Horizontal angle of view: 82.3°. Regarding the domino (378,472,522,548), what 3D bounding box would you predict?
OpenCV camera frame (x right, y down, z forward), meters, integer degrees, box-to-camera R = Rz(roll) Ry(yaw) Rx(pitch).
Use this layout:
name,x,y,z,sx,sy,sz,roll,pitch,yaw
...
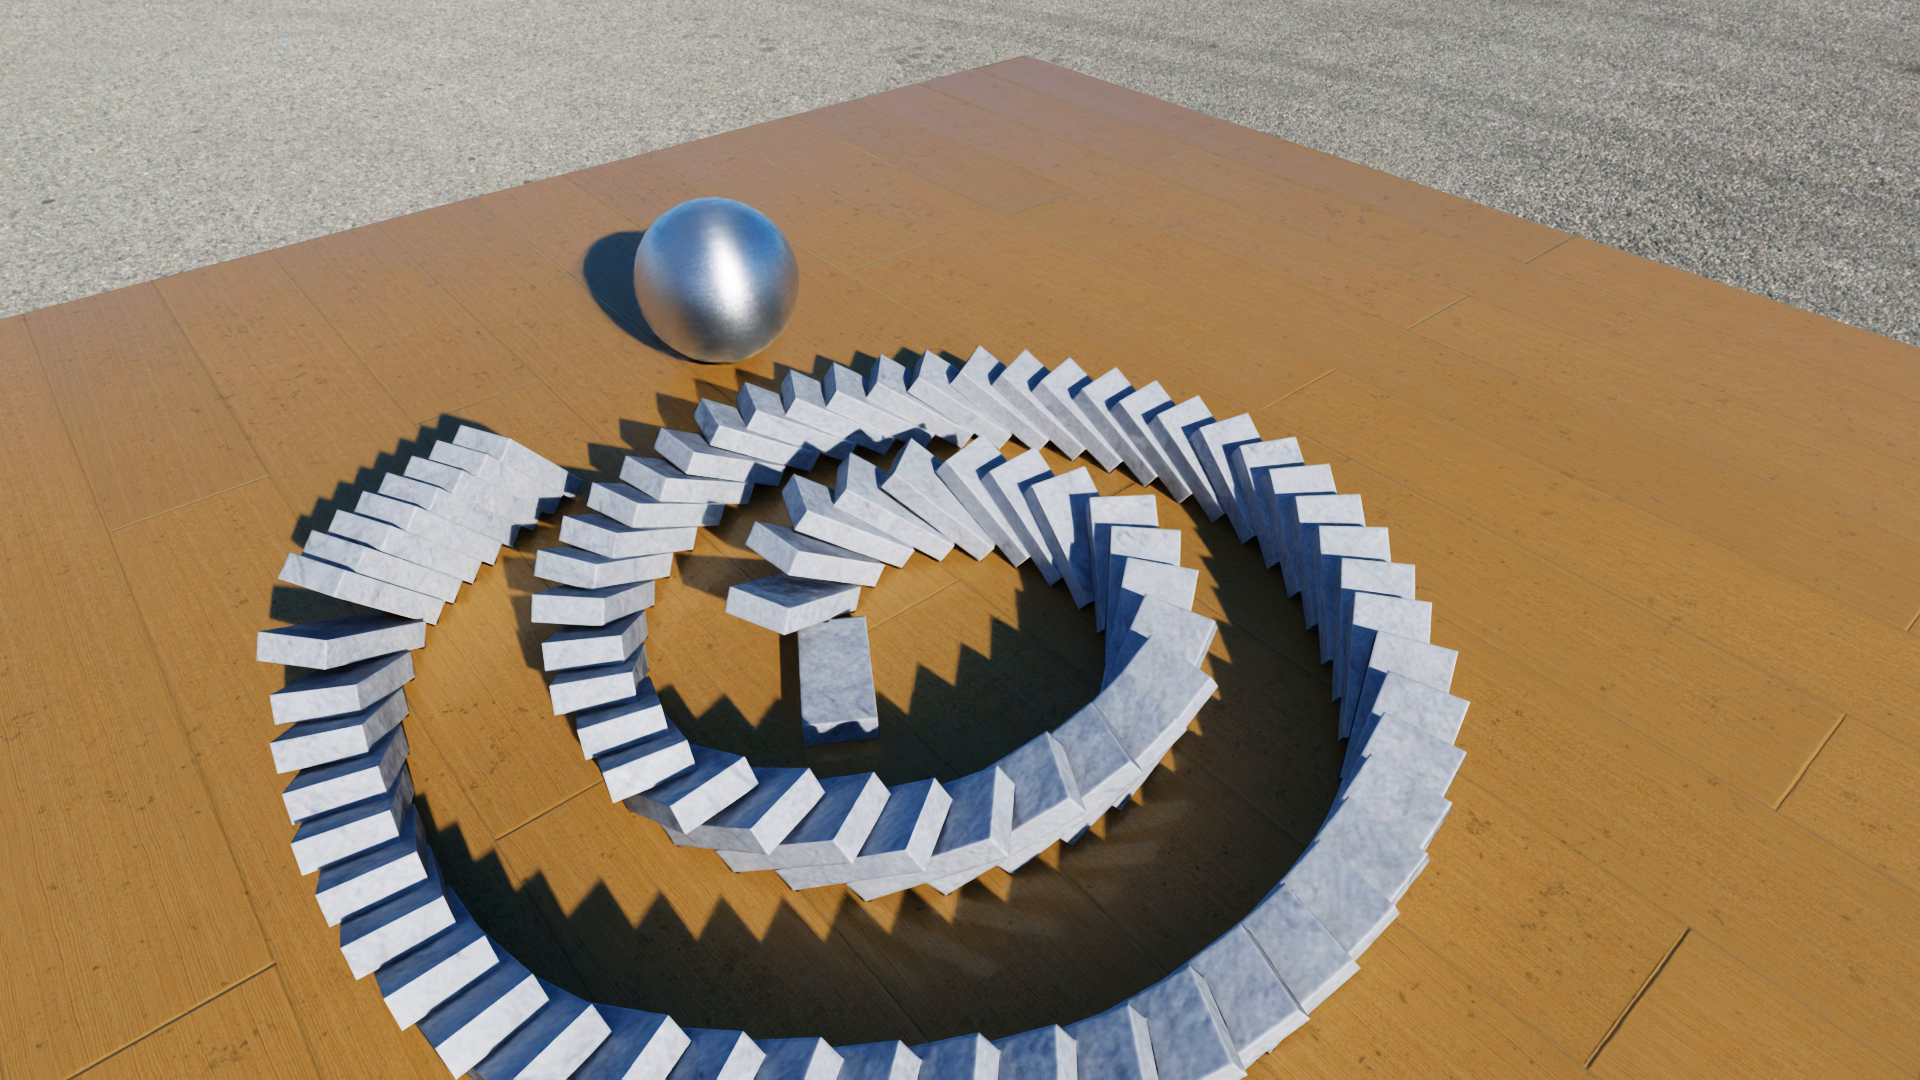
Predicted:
name,x,y,z,sx,sy,sz,roll,pitch,yaw
domino,-0.198,-0.011,0.428,0.025,0.050,0.010,15,78,17

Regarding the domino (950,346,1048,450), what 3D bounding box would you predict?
name,x,y,z,sx,sy,sz,roll,pitch,yaw
domino,0.022,-0.064,0.502,0.050,0.010,0.025,38,43,-7

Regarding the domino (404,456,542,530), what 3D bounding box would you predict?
name,x,y,z,sx,sy,sz,roll,pitch,yaw
domino,-0.192,-0.018,0.437,0.025,0.050,0.009,15,79,18

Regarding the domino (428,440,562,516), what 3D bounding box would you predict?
name,x,y,z,sx,sy,sz,roll,pitch,yaw
domino,-0.187,-0.025,0.445,0.025,0.050,0.010,15,79,18

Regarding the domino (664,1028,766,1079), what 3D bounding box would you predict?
name,x,y,z,sx,sy,sz,roll,pitch,yaw
domino,-0.073,0.131,0.264,0.050,0.009,0.025,-15,29,35

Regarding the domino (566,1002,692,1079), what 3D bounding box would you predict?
name,x,y,z,sx,sy,sz,roll,pitch,yaw
domino,-0.091,0.127,0.268,0.050,0.009,0.025,-13,27,39

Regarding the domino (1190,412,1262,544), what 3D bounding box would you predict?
name,x,y,z,sx,sy,sz,roll,pitch,yaw
domino,0.118,-0.026,0.454,0.025,0.010,0.050,-18,76,-21

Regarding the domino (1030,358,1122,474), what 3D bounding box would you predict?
name,x,y,z,sx,sy,sz,roll,pitch,yaw
domino,0.058,-0.056,0.492,0.050,0.010,0.025,46,50,2

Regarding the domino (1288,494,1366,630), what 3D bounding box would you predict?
name,x,y,z,sx,sy,sz,roll,pitch,yaw
domino,0.140,0.008,0.414,0.025,0.010,0.050,-2,72,-3

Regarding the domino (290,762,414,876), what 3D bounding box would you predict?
name,x,y,z,sx,sy,sz,roll,pitch,yaw
domino,-0.178,0.081,0.325,0.025,0.009,0.050,-17,11,-20

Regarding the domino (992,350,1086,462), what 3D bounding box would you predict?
name,x,y,z,sx,sy,sz,roll,pitch,yaw
domino,0.040,-0.061,0.498,0.050,0.009,0.025,42,46,-2

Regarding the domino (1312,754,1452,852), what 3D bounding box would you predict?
name,x,y,z,sx,sy,sz,roll,pitch,yaw
domino,0.115,0.089,0.314,0.025,0.010,0.050,32,81,33

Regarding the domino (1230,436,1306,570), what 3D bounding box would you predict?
name,x,y,z,sx,sy,sz,roll,pitch,yaw
domino,0.129,-0.015,0.442,0.025,0.010,0.050,-10,73,-12

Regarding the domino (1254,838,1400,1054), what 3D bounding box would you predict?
name,x,y,z,sx,sy,sz,roll,pitch,yaw
domino,0.089,0.107,0.293,0.050,0.009,0.025,-46,51,-2

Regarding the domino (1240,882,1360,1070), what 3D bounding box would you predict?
name,x,y,z,sx,sy,sz,roll,pitch,yaw
domino,0.074,0.115,0.283,0.050,0.009,0.025,-42,47,1

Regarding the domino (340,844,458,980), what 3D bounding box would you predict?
name,x,y,z,sx,sy,sz,roll,pitch,yaw
domino,-0.154,0.100,0.301,0.025,0.009,0.050,-25,13,-27

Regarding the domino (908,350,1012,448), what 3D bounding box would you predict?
name,x,y,z,sx,sy,sz,roll,pitch,yaw
domino,0.001,-0.064,0.502,0.050,0.009,0.025,30,37,-16

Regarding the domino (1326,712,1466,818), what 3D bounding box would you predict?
name,x,y,z,sx,sy,sz,roll,pitch,yaw
domino,0.126,0.079,0.326,0.025,0.010,0.050,27,79,29

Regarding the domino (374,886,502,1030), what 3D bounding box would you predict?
name,x,y,z,sx,sy,sz,roll,pitch,yaw
domino,-0.141,0.109,0.291,0.025,0.009,0.050,-30,16,-31

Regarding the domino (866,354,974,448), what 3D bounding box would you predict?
name,x,y,z,sx,sy,sz,roll,pitch,yaw
domino,-0.018,-0.063,0.501,0.050,0.009,0.025,27,35,-19

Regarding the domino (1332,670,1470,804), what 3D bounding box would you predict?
name,x,y,z,sx,sy,sz,roll,pitch,yaw
domino,0.135,0.069,0.340,0.025,0.009,0.050,22,77,24

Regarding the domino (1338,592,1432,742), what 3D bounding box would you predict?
name,x,y,z,sx,sy,sz,roll,pitch,yaw
domino,0.143,0.044,0.370,0.025,0.010,0.050,8,72,10

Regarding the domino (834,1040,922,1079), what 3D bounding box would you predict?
name,x,y,z,sx,sy,sz,roll,pitch,yaw
domino,-0.035,0.135,0.259,0.050,0.009,0.025,-20,31,28

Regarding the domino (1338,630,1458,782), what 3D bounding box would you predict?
name,x,y,z,sx,sy,sz,roll,pitch,yaw
domino,0.141,0.057,0.354,0.025,0.009,0.050,15,75,18

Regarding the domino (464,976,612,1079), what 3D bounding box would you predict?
name,x,y,z,sx,sy,sz,roll,pitch,yaw
domino,-0.110,0.123,0.273,0.050,0.010,0.025,-8,25,47

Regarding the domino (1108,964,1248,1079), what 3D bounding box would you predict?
name,x,y,z,sx,sy,sz,roll,pitch,yaw
domino,0.041,0.128,0.267,0.050,0.010,0.025,-34,40,11

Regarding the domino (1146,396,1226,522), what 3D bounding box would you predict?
name,x,y,z,sx,sy,sz,roll,pitch,yaw
domino,0.104,-0.035,0.466,0.025,0.009,0.050,-26,78,-28

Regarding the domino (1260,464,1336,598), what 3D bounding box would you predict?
name,x,y,z,sx,sy,sz,roll,pitch,yaw
domino,0.136,-0.004,0.428,0.025,0.010,0.050,-5,72,-7

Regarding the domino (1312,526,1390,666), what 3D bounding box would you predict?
name,x,y,z,sx,sy,sz,roll,pitch,yaw
domino,0.143,0.020,0.399,0.025,0.009,0.050,1,71,1

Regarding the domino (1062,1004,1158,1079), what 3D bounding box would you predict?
name,x,y,z,sx,sy,sz,roll,pitch,yaw
domino,0.022,0.132,0.262,0.050,0.010,0.025,-28,36,17

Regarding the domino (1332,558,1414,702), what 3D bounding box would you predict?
name,x,y,z,sx,sy,sz,roll,pitch,yaw
domino,0.144,0.032,0.384,0.025,0.009,0.050,6,72,7

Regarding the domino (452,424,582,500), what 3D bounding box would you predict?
name,x,y,z,sx,sy,sz,roll,pitch,yaw
domino,-0.182,-0.031,0.453,0.025,0.050,0.009,15,79,18

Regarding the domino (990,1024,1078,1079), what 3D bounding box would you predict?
name,x,y,z,sx,sy,sz,roll,pitch,yaw
domino,0.004,0.134,0.260,0.050,0.010,0.025,-25,35,21

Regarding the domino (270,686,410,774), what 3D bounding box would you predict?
name,x,y,z,sx,sy,sz,roll,pitch,yaw
domino,-0.196,0.060,0.351,0.025,0.010,0.050,-11,8,-13

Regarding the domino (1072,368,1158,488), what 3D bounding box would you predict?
name,x,y,z,sx,sy,sz,roll,pitch,yaw
domino,0.075,-0.050,0.485,0.025,0.010,0.050,-35,83,-35

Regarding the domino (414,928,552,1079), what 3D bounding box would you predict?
name,x,y,z,sx,sy,sz,roll,pitch,yaw
domino,-0.126,0.117,0.281,0.025,0.009,0.050,-35,18,-34

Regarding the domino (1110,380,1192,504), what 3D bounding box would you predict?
name,x,y,z,sx,sy,sz,roll,pitch,yaw
domino,0.090,-0.043,0.476,0.025,0.010,0.050,-31,81,-32

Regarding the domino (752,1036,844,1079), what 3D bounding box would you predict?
name,x,y,z,sx,sy,sz,roll,pitch,yaw
domino,-0.054,0.133,0.261,0.050,0.009,0.025,-18,30,31

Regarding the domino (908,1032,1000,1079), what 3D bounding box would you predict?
name,x,y,z,sx,sy,sz,roll,pitch,yaw
domino,-0.015,0.135,0.259,0.050,0.009,0.025,-23,33,24

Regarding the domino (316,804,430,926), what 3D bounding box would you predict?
name,x,y,z,sx,sy,sz,roll,pitch,yaw
domino,-0.166,0.091,0.313,0.025,0.009,0.050,-22,12,-24

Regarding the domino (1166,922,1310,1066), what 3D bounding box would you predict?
name,x,y,z,sx,sy,sz,roll,pitch,yaw
domino,0.058,0.122,0.274,0.050,0.010,0.025,-39,44,5

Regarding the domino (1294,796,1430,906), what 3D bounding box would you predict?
name,x,y,z,sx,sy,sz,roll,pitch,yaw
domino,0.103,0.099,0.303,0.025,0.010,0.050,37,84,36

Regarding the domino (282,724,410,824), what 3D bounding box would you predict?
name,x,y,z,sx,sy,sz,roll,pitch,yaw
domino,-0.187,0.071,0.338,0.025,0.009,0.050,-15,10,-18
